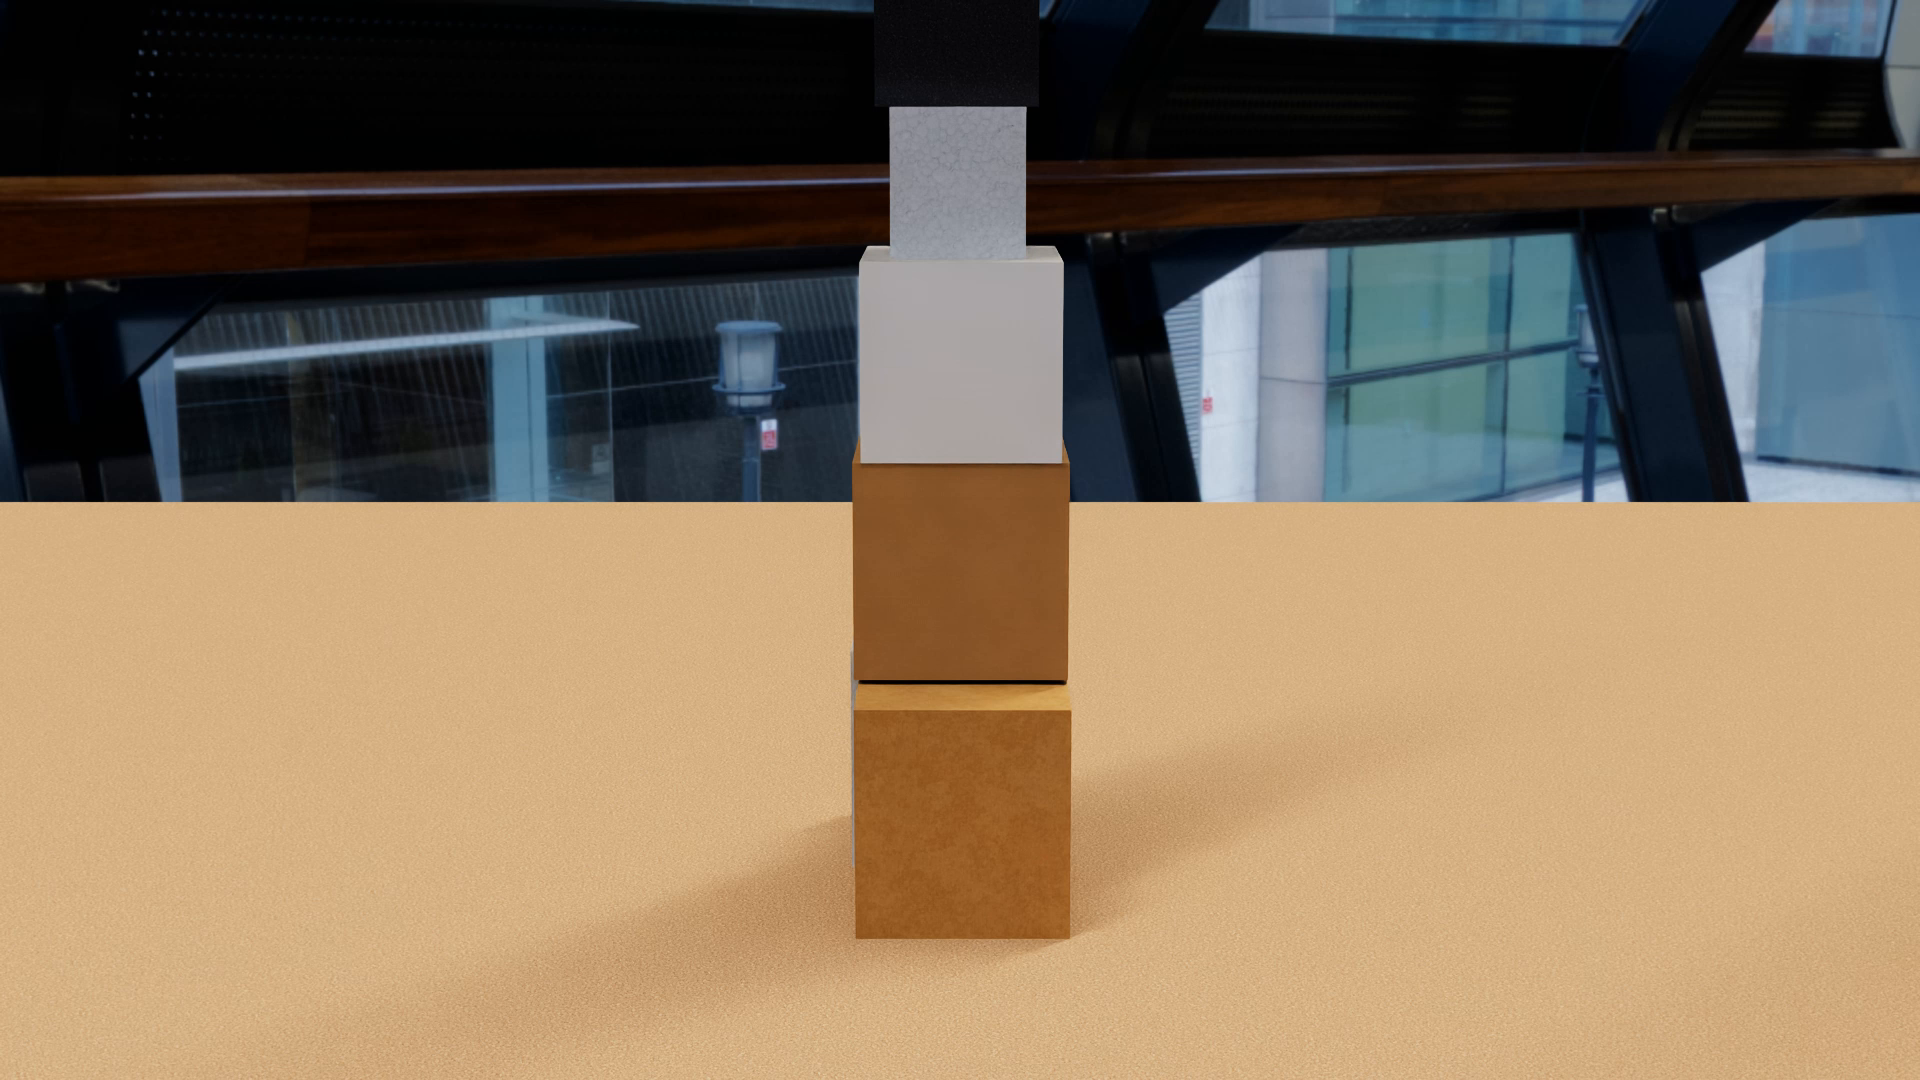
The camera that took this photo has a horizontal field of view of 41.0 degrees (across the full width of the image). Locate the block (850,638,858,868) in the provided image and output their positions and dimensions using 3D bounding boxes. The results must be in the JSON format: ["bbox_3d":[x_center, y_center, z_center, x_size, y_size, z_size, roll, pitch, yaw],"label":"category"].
[{"bbox_3d":[-0.006,0.902,11.836,0.956,0.990,0.869,0,10,0],"label":"block"}]

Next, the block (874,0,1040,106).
[{"bbox_3d":[-0.013,-2.198,10.778,0.675,0.737,0.654,0,10,0],"label":"block"}]

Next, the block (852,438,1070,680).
[{"bbox_3d":[0.004,0.048,11.189,0.902,0.923,0.971,0,10,0],"label":"block"}]

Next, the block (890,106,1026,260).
[{"bbox_3d":[-0.009,-1.529,10.900,0.561,0.623,0.683,0,10,0],"label":"block"}]

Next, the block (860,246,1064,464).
[{"bbox_3d":[0.006,-0.814,11.031,0.834,0.830,0.992,0,10,0],"label":"block"}]

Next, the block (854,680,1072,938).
[{"bbox_3d":[0.011,1.079,10.930,0.881,0.967,0.956,0,10,0],"label":"block"}]
